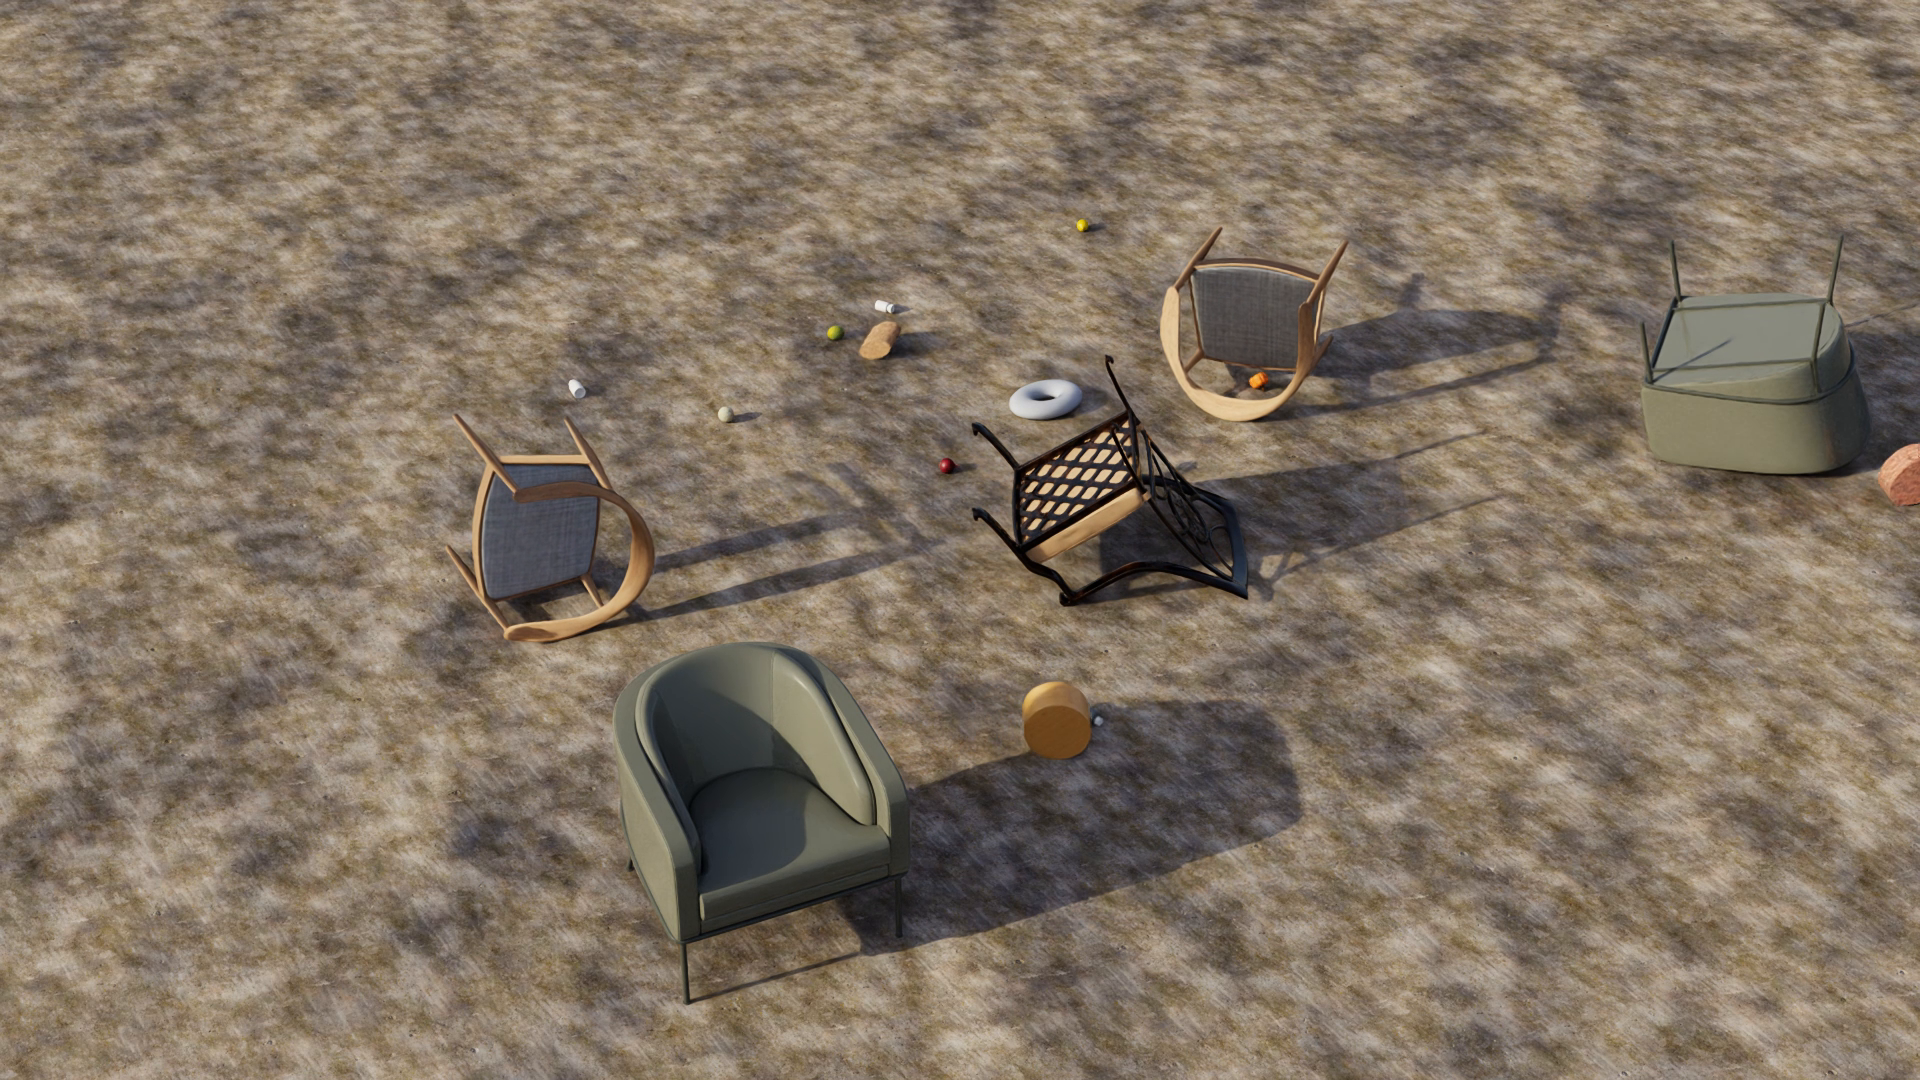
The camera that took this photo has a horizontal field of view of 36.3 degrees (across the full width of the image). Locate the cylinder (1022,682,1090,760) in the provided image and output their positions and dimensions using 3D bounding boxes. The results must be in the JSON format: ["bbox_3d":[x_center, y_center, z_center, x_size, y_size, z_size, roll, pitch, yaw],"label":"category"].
[{"bbox_3d":[0.323,0.605,9.820,0.221,0.230,0.133,-31,29,18],"label":"cylinder"}]

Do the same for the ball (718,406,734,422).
[{"bbox_3d":[-0.929,-0.499,11.644,0.063,0.063,0.063,0,33,0],"label":"ball"}]

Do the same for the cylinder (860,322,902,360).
[{"bbox_3d":[-0.327,-0.824,12.109,0.142,0.081,0.163,-15,26,26],"label":"cylinder"}]

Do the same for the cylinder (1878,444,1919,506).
[{"bbox_3d":[3.611,-0.248,11.127,0.184,0.235,0.105,35,21,-28],"label":"cylinder"}]

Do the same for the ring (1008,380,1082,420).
[{"bbox_3d":[0.344,-0.563,11.735,0.322,0.072,0.234,-19,37,-27],"label":"ring"}]
